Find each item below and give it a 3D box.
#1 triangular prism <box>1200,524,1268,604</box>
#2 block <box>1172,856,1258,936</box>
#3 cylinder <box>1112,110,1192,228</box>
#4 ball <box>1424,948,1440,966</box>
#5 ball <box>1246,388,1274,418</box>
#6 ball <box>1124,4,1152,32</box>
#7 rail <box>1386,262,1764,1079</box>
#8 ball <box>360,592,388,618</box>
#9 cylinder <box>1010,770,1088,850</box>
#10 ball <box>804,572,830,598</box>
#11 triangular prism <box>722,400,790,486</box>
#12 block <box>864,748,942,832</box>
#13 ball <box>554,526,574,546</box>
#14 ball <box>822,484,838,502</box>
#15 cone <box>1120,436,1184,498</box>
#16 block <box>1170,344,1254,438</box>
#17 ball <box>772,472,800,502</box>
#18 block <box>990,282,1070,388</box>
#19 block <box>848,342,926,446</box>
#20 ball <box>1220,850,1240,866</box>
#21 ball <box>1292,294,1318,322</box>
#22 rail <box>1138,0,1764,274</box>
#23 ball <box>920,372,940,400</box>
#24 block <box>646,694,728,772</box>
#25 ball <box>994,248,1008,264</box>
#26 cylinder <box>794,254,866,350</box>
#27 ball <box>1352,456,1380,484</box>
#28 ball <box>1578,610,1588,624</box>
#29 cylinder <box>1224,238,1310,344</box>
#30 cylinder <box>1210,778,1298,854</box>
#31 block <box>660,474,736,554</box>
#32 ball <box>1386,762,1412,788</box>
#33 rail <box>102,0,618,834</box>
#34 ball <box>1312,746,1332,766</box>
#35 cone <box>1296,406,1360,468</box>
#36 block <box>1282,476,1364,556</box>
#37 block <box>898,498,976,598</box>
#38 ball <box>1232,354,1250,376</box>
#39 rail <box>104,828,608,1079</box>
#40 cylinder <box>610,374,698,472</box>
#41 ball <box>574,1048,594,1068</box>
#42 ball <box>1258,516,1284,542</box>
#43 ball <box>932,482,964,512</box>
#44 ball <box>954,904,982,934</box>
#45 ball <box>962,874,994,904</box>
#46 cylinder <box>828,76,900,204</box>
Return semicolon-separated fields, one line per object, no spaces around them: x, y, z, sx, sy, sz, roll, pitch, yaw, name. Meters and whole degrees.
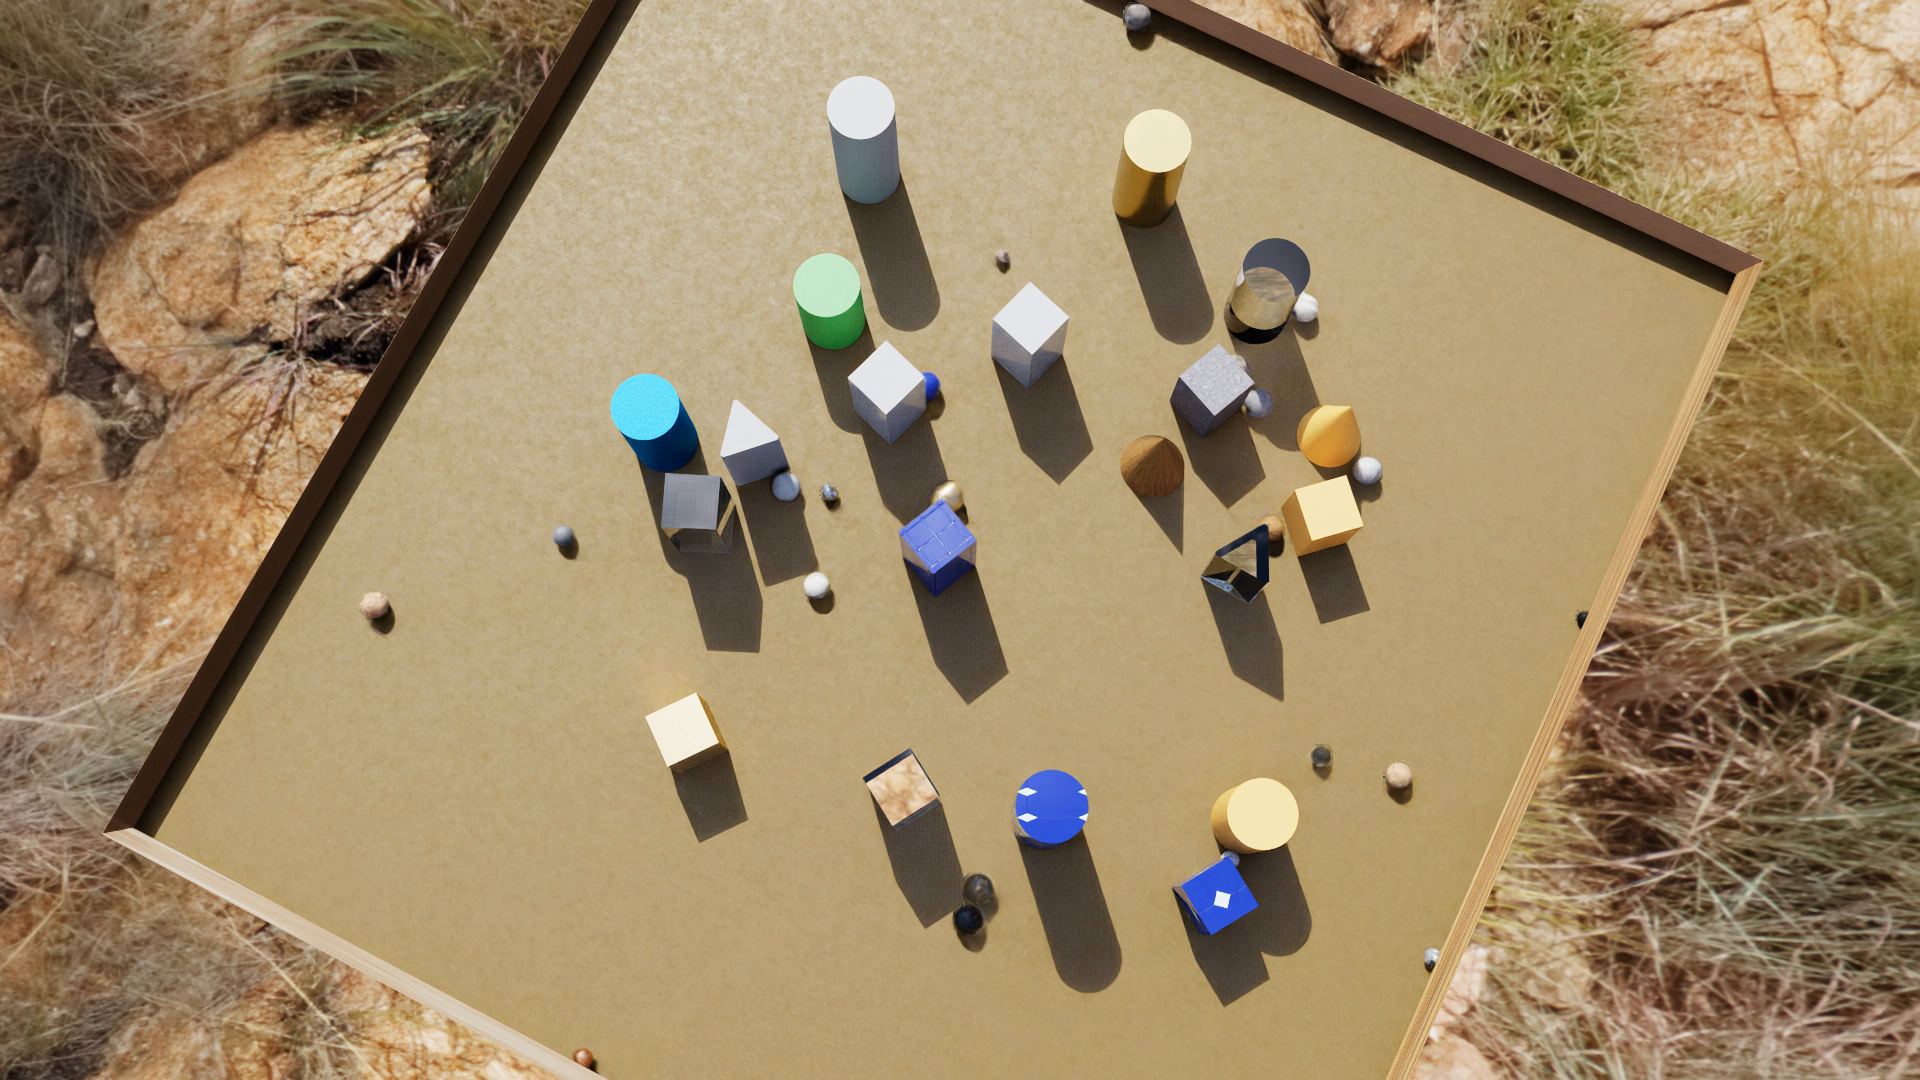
0.844;0.052;5.428;0.172;0.348;0.149;30;80;6;triangular prism
0.733;1.027;5.281;0.159;0.241;0.159;-30;80;-6;block
0.583;-1.132;5.623;0.199;0.447;0.199;0;78;0;cylinder
1.377;1.215;5.339;0.052;0.052;0.052;0;78;0;ball
0.924;-0.423;5.660;0.087;0.087;0.087;0;78;0;ball
0.575;-1.688;5.921;0.089;0.089;0.089;0;78;0;ball
1.618;0.799;5.384;0.045;0.129;3.791;26;80;5;rail
-1.767;0.197;5.535;0.081;0.081;0.081;0;78;0;ball
0.250;0.772;5.213;0.199;0.477;0.199;0;78;0;cylinder
-0.432;0.137;5.548;0.078;0.078;0.078;0;78;0;ball
-0.631;-0.301;5.492;0.172;0.366;0.149;-18;79;-4;triangular prism
-0.165;0.725;5.299;0.159;0.329;0.159;-32;80;-6;block
-1.206;-0.013;5.587;0.064;0.064;0.064;0;78;0;ball
-0.399;-0.144;5.620;0.051;0.051;0.051;0;78;0;ball
0.595;-0.262;5.501;0.199;0.334;0.199;0;78;0;cone
0.764;-0.451;5.576;0.159;0.263;0.159;-39;81;-7;block
-0.532;-0.162;5.605;0.088;0.088;0.088;0;78;0;ball
0.209;-0.616;5.562;0.159;0.358;0.159;43;82;8;block
-0.216;-0.439;5.527;0.159;0.353;0.159;44;82;8;block
0.795;0.942;5.393;0.055;0.055;0.055;0;78;0;ball
1.076;-0.724;5.723;0.086;0.086;0.086;0;78;0;ball
0.837;-1.633;5.888;3.665;0.129;0.045;26;80;5;rail
-0.105;-0.477;5.670;0.089;0.089;0.089;0;78;0;ball
-0.798;0.568;5.377;0.159;0.240;0.159;-25;79;-5;block
0.131;-0.895;5.778;0.046;0.046;0.046;0;78;0;ball
-0.397;-0.726;5.604;0.199;0.318;0.199;0;78;0;cylinder
1.248;-0.213;5.618;0.084;0.084;0.084;0;78;0;ball
1.890;0.235;5.547;0.040;0.040;0.040;0;78;0;ball
0.928;-0.751;5.567;0.199;0.401;0.199;0;78;0;cylinder
0.844;0.798;5.276;0.199;0.343;0.199;0;78;0;cylinder
-0.775;-0.075;5.451;0.159;0.355;0.159;3;78;1;block
1.301;0.699;5.433;0.077;0.077;0.077;0;78;0;ball
-1.618;-0.785;5.712;0.045;0.129;3.791;26;80;5;rail
1.075;0.643;5.453;0.059;0.059;0.059;0;78;0;ball
1.144;-0.356;5.520;0.199;0.334;0.199;0;78;0;cone
1.085;-0.070;5.507;0.159;0.244;0.159;-16;79;-3;block
-0.064;0.027;5.415;0.159;0.383;0.159;-38;81;-7;block
0.851;-0.527;5.677;0.095;0.095;0.095;0;78;0;ball
-0.837;1.646;5.209;3.665;0.129;0.045;26;80;5;rail
-0.911;-0.346;5.491;0.199;0.387;0.199;0;78;0;cylinder
-1.085;1.495;5.278;0.057;0.057;0.057;0;78;0;ball
0.946;-0.036;5.583;0.080;0.080;0.080;0;78;0;ball
-0.038;-0.129;5.593;0.099;0.099;0.099;0;78;0;ball
0.024;1.108;5.343;0.086;0.086;0.086;0;78;0;ball
0.054;1.020;5.359;0.091;0.091;0.091;0;78;0;ball
-0.291;-1.219;5.617;0.199;0.494;0.199;0;78;0;cylinder
